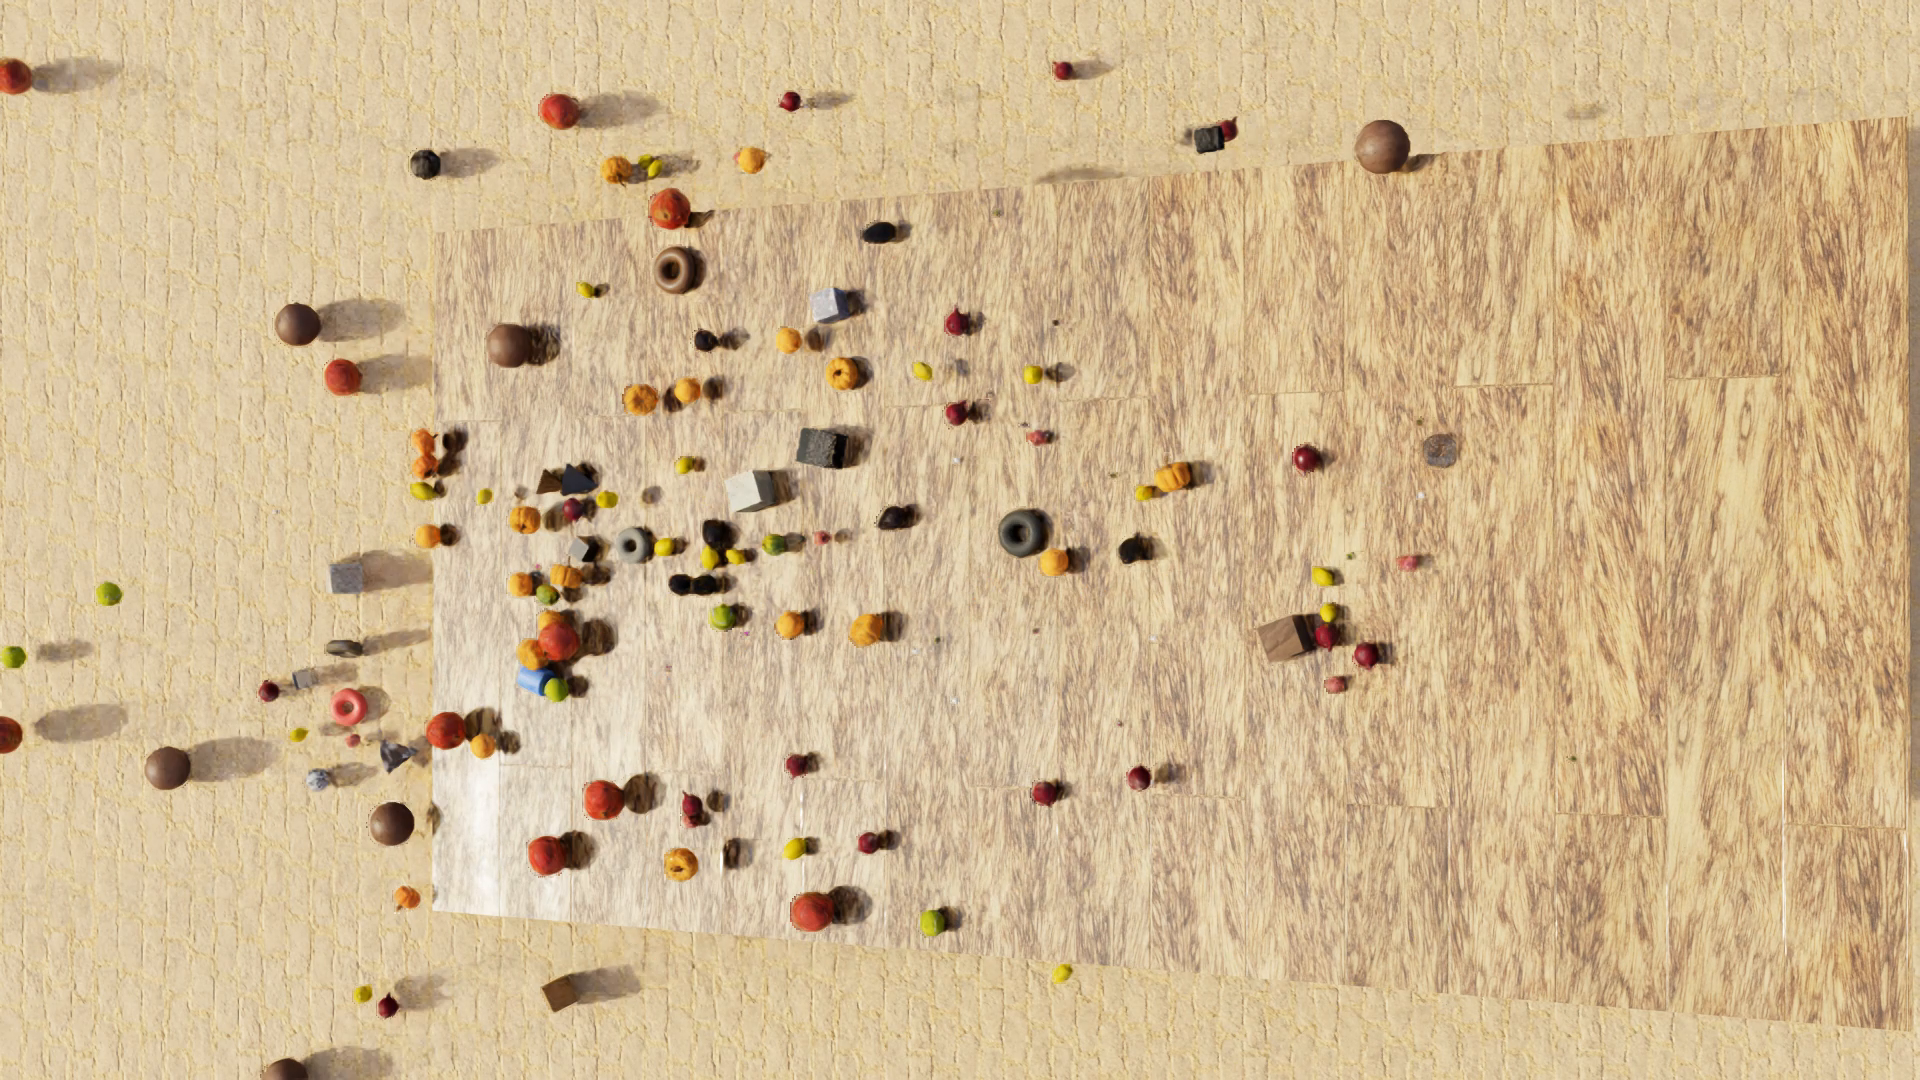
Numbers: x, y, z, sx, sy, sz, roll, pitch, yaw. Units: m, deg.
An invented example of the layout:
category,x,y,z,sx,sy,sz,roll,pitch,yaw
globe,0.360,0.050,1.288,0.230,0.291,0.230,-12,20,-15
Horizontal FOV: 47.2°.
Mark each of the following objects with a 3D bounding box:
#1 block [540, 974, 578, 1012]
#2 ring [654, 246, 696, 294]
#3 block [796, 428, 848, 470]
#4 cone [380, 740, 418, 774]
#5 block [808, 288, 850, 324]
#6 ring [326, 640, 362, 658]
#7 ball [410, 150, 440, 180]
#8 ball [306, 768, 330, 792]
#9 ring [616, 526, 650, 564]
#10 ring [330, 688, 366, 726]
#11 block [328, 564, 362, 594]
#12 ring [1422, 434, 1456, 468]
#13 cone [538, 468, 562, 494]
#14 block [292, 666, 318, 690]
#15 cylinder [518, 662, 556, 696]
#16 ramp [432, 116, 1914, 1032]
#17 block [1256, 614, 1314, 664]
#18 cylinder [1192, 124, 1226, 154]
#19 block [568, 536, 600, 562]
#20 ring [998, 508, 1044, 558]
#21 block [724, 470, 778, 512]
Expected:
category,x,y,z,sx,sy,sz,roll,pitch,yaw
block,-1.186,1.345,6.516,0.080,0.080,0.080,-26,90,-16
ring,-0.794,-0.750,6.122,0.134,0.045,0.134,0,91,25
block,-0.371,-0.245,5.893,0.092,0.092,0.092,13,95,24
cone,-1.650,0.633,6.508,0.099,0.099,0.099,-11,89,2
block,-0.349,-0.627,5.897,0.074,0.074,0.074,-16,83,24
ring,-1.826,0.322,6.525,0.106,0.106,0.035,2,72,0
ball,-1.592,-1.118,6.549,0.089,0.089,0.089,0,89,0
ball,-1.909,0.712,6.537,0.072,0.072,0.072,0,89,0
ring,-0.918,0.016,6.176,0.106,0.035,0.106,0,89,26
ring,-1.824,0.498,6.557,0.110,0.037,0.110,0,91,0
block,-1.824,0.115,6.521,0.088,0.088,0.088,-1,88,-22
ring,1.138,-0.212,5.228,0.083,0.028,0.083,0,90,24
cone,-1.158,-0.157,6.288,0.080,0.080,0.080,16,89,-3
block,-1.950,0.412,6.549,0.053,0.053,0.053,-17,89,0
cylinder,-1.210,0.397,6.284,0.077,0.077,0.077,17,89,29
ramp,0.282,0.082,5.692,4.000,0.100,2.000,0,89,25
block,0.791,0.240,5.348,0.091,0.091,0.091,-22,80,23
cylinder,0.624,-1.002,5.509,0.060,0.060,0.060,-14,89,32
block,-1.066,0.026,6.234,0.054,0.054,0.054,36,104,21
ring,0.157,-0.018,5.673,0.125,0.042,0.125,0,90,24
block,-0.569,-0.133,5.984,0.091,0.091,0.091,-20,81,23
